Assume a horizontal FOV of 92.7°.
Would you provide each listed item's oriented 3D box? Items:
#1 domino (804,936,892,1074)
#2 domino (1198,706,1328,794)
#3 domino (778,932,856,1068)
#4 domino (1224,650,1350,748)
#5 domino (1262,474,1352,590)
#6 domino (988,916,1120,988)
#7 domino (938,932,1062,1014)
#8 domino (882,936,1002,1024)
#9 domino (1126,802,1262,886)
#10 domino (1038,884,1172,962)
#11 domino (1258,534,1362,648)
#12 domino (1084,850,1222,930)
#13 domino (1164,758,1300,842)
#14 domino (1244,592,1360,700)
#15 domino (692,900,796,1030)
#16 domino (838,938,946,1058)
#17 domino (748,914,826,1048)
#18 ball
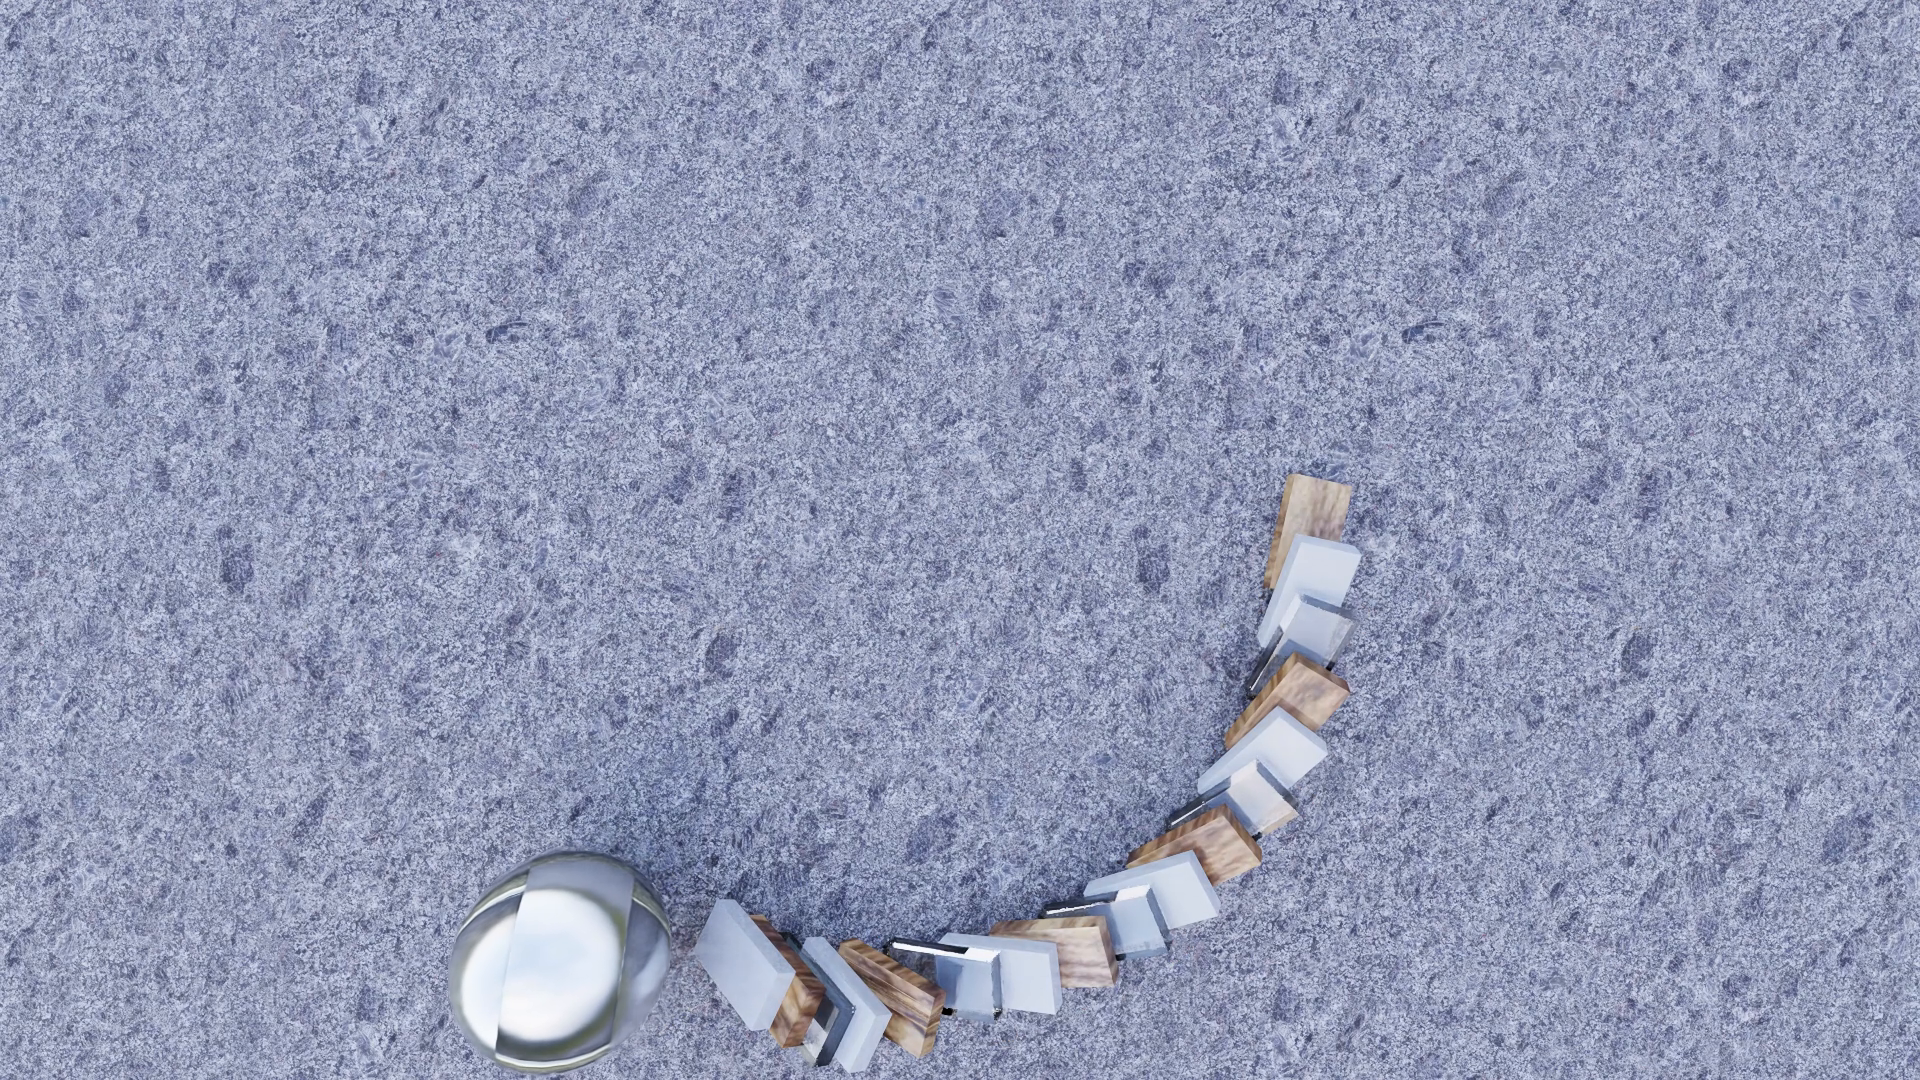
[{"bbox_3d":[-0.052,0.191,0.379,0.050,0.010,0.025,26,91,43],"label":"domino"},{"bbox_3d":[0.126,0.096,0.385,0.025,0.009,0.050,38,115,0],"label":"domino"},{"bbox_3d":[-0.066,0.189,0.379,0.050,0.009,0.025,26,91,43],"label":"domino"},{"bbox_3d":[0.137,0.073,0.385,0.025,0.009,0.050,31,115,0],"label":"domino"},{"bbox_3d":[0.150,-0.001,0.395,0.025,0.009,0.050,13,90,0],"label":"domino"},{"bbox_3d":[0.039,0.173,0.385,0.050,0.009,0.025,-15,90,25],"label":"domino"},{"bbox_3d":[0.017,0.182,0.385,0.050,0.010,0.025,-6,91,25],"label":"domino"},{"bbox_3d":[-0.008,0.184,0.385,0.050,0.009,0.025,-3,90,25],"label":"domino"},{"bbox_3d":[0.098,0.134,0.385,0.050,0.009,0.025,-38,90,26],"label":"domino"},{"bbox_3d":[0.060,0.163,0.385,0.050,0.009,0.025,-22,90,25],"label":"domino"},{"bbox_3d":[0.146,0.024,0.386,0.025,0.010,0.050,12,114,0],"label":"domino"},{"bbox_3d":[0.080,0.150,0.385,0.050,0.010,0.025,-28,90,26],"label":"domino"},{"bbox_3d":[0.114,0.116,0.385,0.025,0.009,0.050,46,115,0],"label":"domino"},{"bbox_3d":[0.143,0.049,0.385,0.025,0.010,0.050,20,114,0],"label":"domino"},{"bbox_3d":[-0.090,0.175,0.379,0.050,0.010,0.025,25,90,43],"label":"domino"},{"bbox_3d":[-0.031,0.190,0.383,0.050,0.010,0.025,14,90,32],"label":"domino"},{"bbox_3d":[-0.078,0.181,0.379,0.050,0.009,0.025,26,90,43],"label":"domino"},{"bbox_3d":[-0.155,0.164,0.360,0.080,0.080,0.080,0,90,0],"label":"ball"}]
